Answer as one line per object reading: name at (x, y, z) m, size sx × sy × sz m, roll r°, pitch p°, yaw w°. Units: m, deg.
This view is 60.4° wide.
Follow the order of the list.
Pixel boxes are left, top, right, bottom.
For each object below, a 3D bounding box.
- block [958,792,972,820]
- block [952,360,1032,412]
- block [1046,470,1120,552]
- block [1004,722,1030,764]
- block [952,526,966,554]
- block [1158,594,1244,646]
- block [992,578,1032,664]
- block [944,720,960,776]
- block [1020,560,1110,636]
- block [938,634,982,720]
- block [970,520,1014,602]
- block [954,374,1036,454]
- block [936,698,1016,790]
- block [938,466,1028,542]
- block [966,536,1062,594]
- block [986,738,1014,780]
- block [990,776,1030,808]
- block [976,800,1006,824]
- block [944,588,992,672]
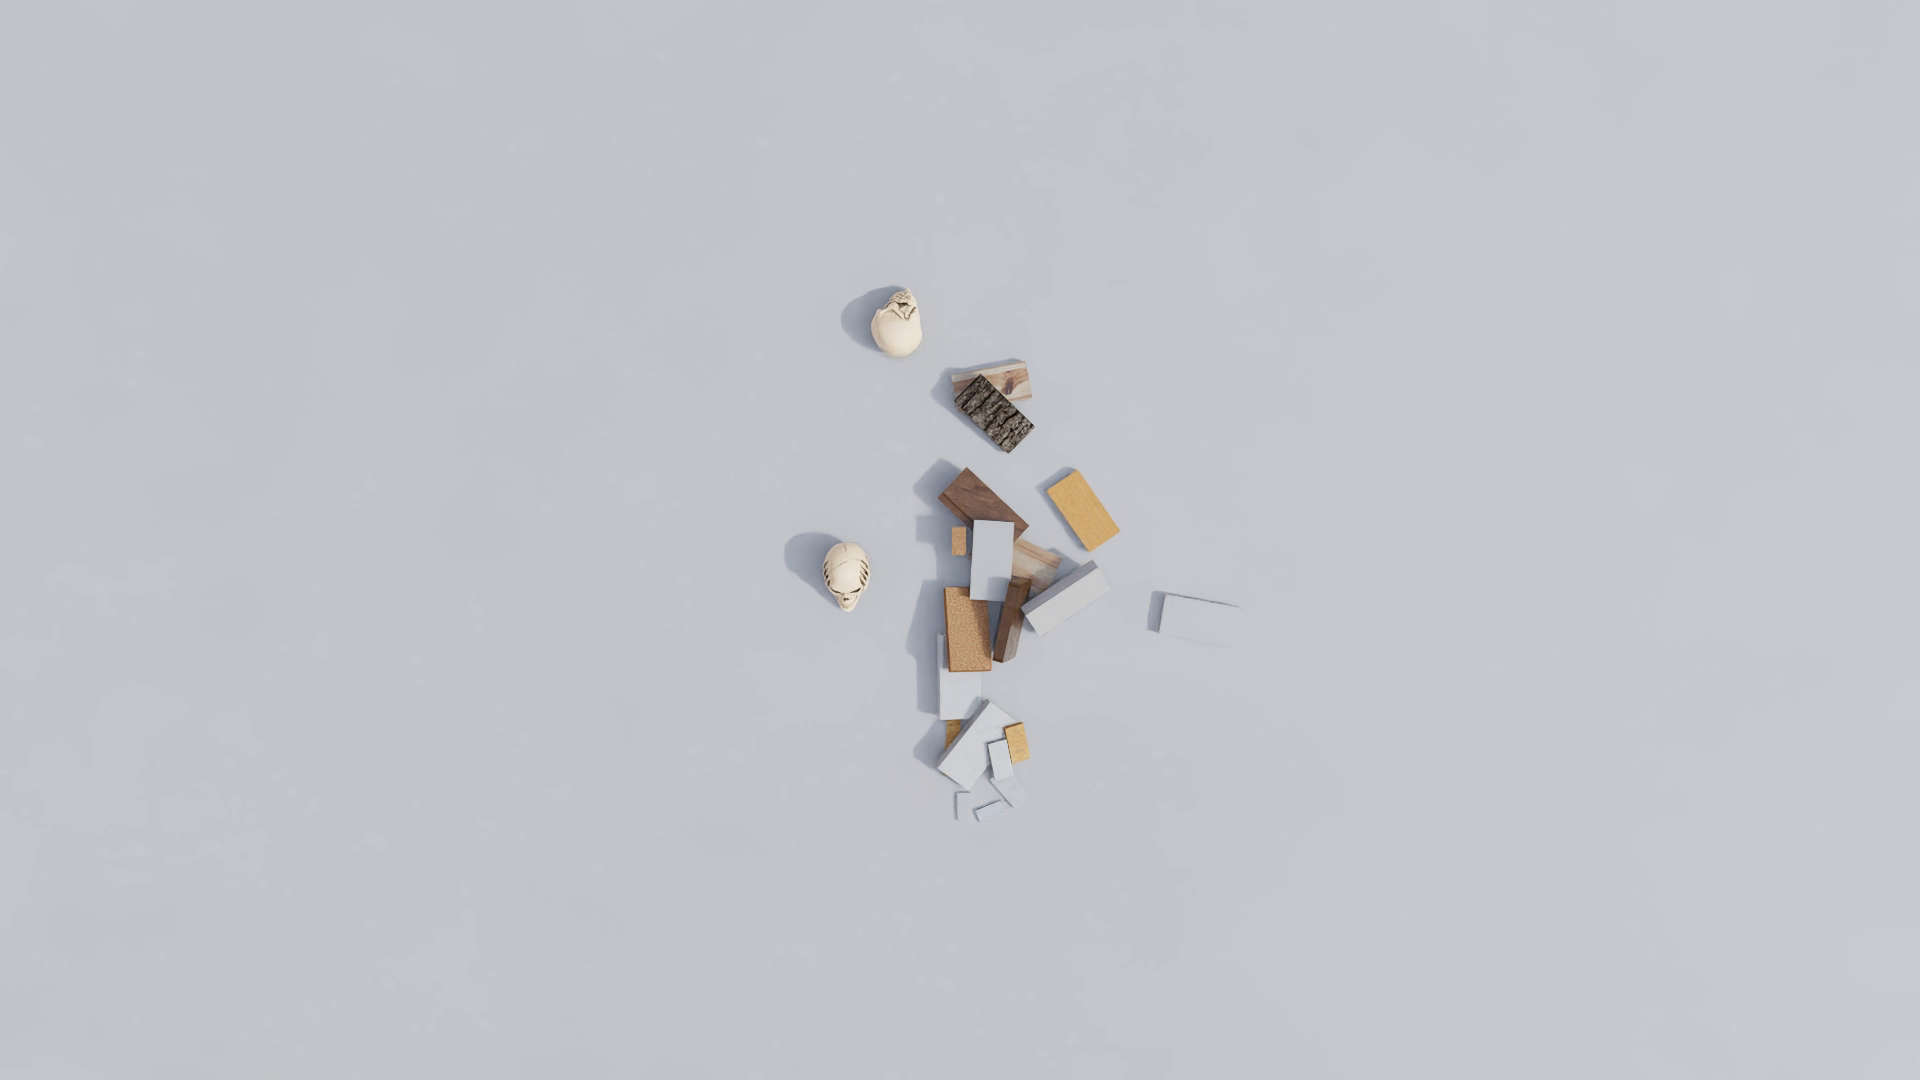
block at (0.014, 0.887, 5.493) m, size 0.046 × 0.013 × 0.092 m, roll -1°, pitch 90°, yaw 0°
block at (0.106, -0.509, 5.482) m, size 0.250 × 0.035 × 0.125 m, roll -11°, pitch 90°, yaw 0°
block at (0.410, -0.096, 5.482) m, size 0.125 × 0.035 × 0.250 m, roll -35°, pitch 90°, yaw 1°
block at (0.189, 0.672, 5.465) m, size 0.065 × 0.018 × 0.130 m, roll -16°, pitch 108°, yaw -13°
block at (-0.003, 0.003, 5.402) m, size 0.046 × 0.013 × 0.092 m, roll 0°, pitch 90°, yaw 0°
block at (0.800, 0.268, 5.482) m, size 0.261 × 0.037 × 0.131 m, roll 10°, pitch 90°, yaw 0°
block at (0.172, 0.262, 5.411) m, size 0.037 × 0.131 × 0.268 m, roll 15°, pitch 100°, yaw 19°
block at (-0.019, 0.582, 5.493) m, size 0.046 × 0.013 × 0.408 m, roll 4°, pitch 90°, yaw 0°
block at (0.349, 0.193, 5.433) m, size 0.284 × 0.142 × 0.040 m, roll -34°, pitch 50°, yaw 0°
block at (-0.002, 0.453, 5.464) m, size 0.139 × 0.039 × 0.277 m, roll -1°, pitch 91°, yaw -12°
block at (0.106, 0.066, 5.404) m, size 0.130 × 0.037 × 0.261 m, roll 4°, pitch 96°, yaw 5°
block at (0.115, -0.417, 5.453) m, size 0.250 × 0.035 × 0.125 m, roll 43°, pitch 97°, yaw -10°
block at (0.059, 0.677, 5.457) m, size 0.139 × 0.039 × 0.277 m, roll 39°, pitch 90°, yaw -21°
block at (0.077, -0.092, 5.440) m, size 0.283 × 0.040 × 0.142 m, roll 43°, pitch 90°, yaw 0°
block at (0.182, 0.062, 5.480) m, size 0.284 × 0.040 × 0.142 m, roll 26°, pitch 90°, yaw 0°
block at (0.133, 0.726, 5.454) m, size 0.065 × 0.018 × 0.130 m, roll -14°, pitch 101°, yaw -13°
block at (0.166, 0.825, 5.491) m, size 0.065 × 0.018 × 0.130 m, roll -41°, pitch 90°, yaw 0°
block at (0.102, 0.905, 5.493) m, size 0.092 × 0.013 × 0.046 m, roll -22°, pitch 90°, yaw 0°
block at (0.025, 0.295, 5.432) m, size 0.139 × 0.039 × 0.277 m, roll -1°, pitch 75°, yaw -12°
